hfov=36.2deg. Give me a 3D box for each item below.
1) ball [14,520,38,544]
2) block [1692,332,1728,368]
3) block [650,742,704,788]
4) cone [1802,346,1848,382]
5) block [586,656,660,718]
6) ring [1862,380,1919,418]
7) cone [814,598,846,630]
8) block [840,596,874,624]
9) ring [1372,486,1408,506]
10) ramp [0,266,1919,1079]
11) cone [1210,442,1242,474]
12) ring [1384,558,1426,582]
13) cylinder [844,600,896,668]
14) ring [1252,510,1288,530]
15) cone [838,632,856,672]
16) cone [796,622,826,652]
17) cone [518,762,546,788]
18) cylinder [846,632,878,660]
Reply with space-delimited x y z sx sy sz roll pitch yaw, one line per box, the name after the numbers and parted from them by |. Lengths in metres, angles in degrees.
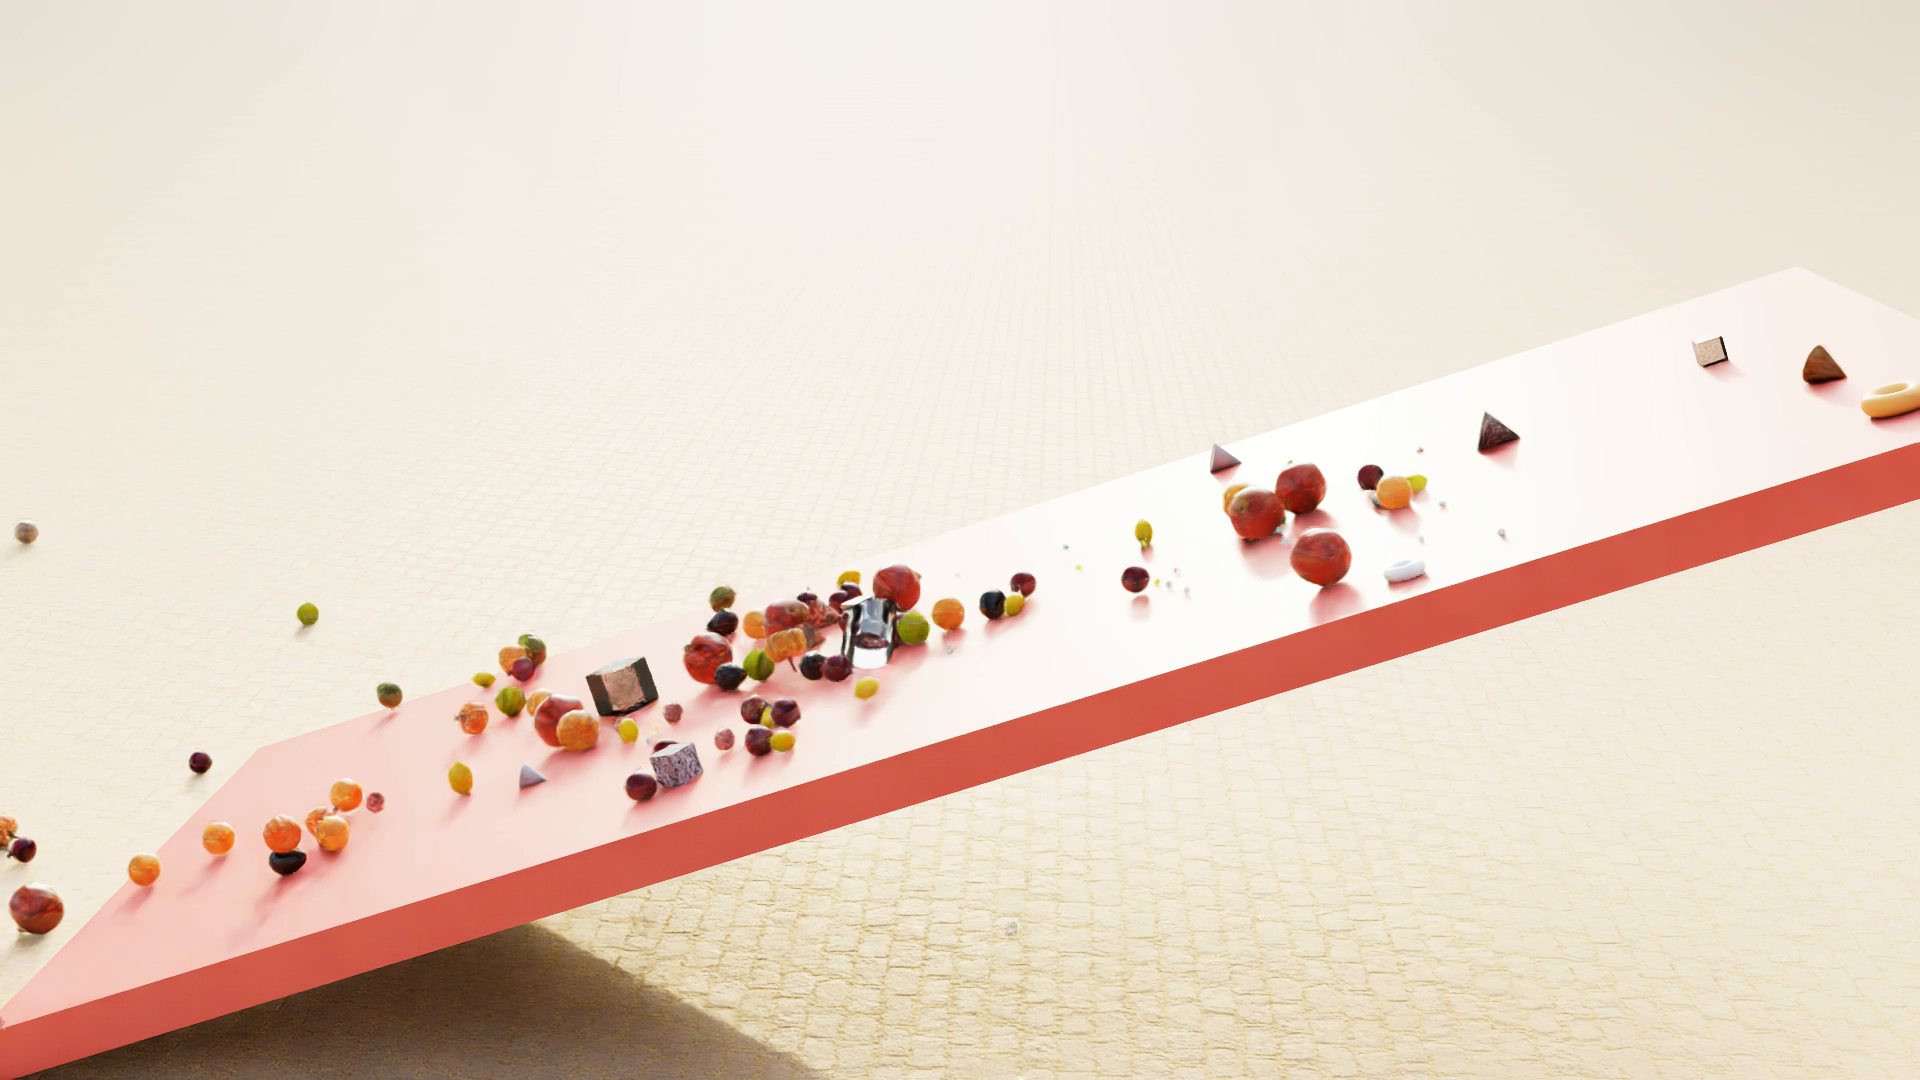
-3.312 -0.027 10.433 0.083 0.083 0.083 0 12 0 | ball
1.616 -0.409 6.337 0.055 0.055 0.055 -18 10 3 | block
-0.547 0.434 5.671 0.064 0.064 0.064 -9 14 43 | block
1.725 -0.335 5.826 0.079 0.079 0.079 -11 30 -44 | cone
-0.744 0.324 6.477 0.099 0.099 0.099 -7 15 46 | block
1.725 -0.260 5.424 0.126 0.042 0.126 -17 11 3 | ring
-0.291 0.174 6.653 0.076 0.076 0.076 8 11 -3 | cone
-0.222 0.159 6.554 0.055 0.055 0.055 -25 12 -32 | block
0.882 -0.090 6.029 0.079 0.026 0.079 -19 9 3 | ring
0.102 0.182 6.309 4.000 0.100 2.000 -17 10 5 | ramp
0.632 -0.188 6.945 0.074 0.074 0.074 8 11 -2 | cone
0.816 0.055 5.397 0.081 0.027 0.081 -17 9 3 | ring
-0.186 0.196 6.085 0.100 0.100 0.100 1 39 3 | cylinder
0.651 -0.042 6.180 0.077 0.026 0.077 -16 15 4 | ring
-0.202 0.240 6.145 0.089 0.089 0.089 10 12 4 | cone
-0.319 0.217 6.495 0.064 0.064 0.064 9 2 -44 | cone
-0.874 0.490 6.053 0.054 0.054 0.054 10 13 5 | cone
-0.207 0.225 6.200 0.050 0.050 0.050 18 20 35 | cylinder
